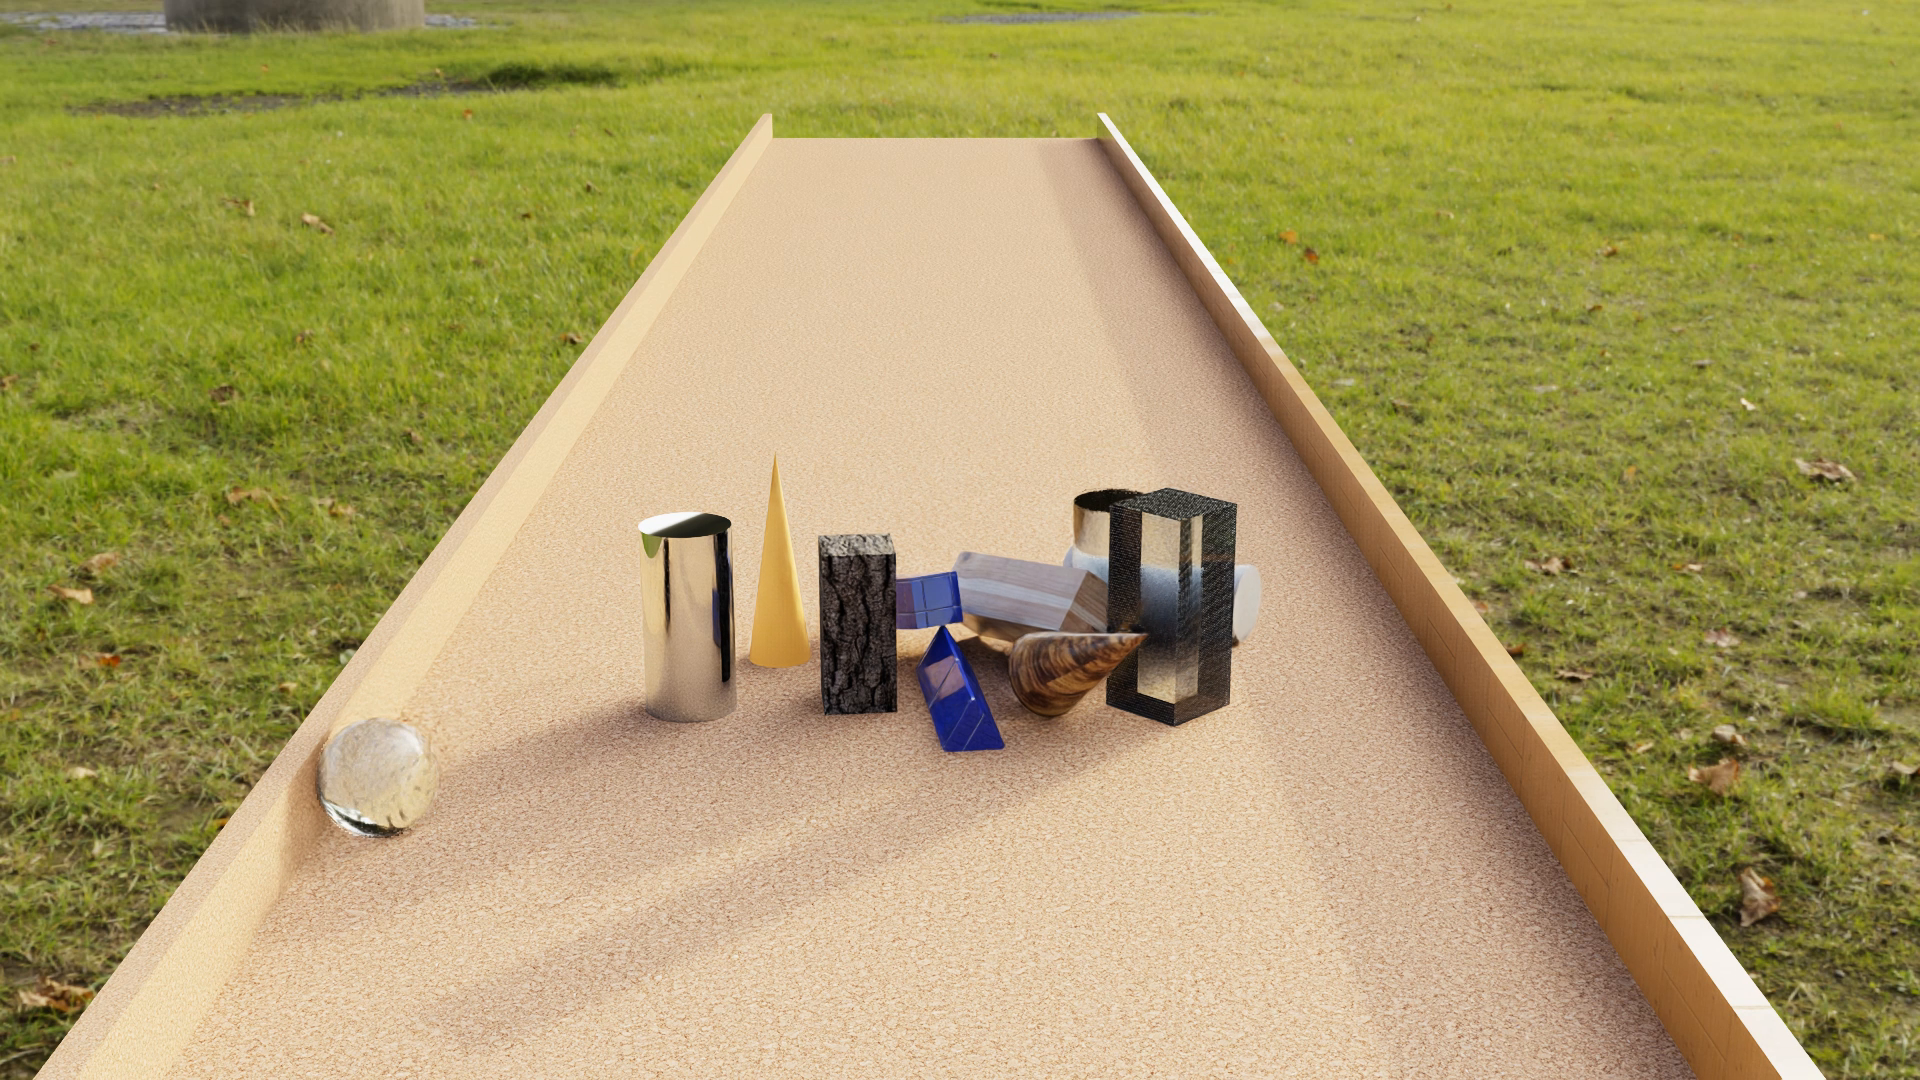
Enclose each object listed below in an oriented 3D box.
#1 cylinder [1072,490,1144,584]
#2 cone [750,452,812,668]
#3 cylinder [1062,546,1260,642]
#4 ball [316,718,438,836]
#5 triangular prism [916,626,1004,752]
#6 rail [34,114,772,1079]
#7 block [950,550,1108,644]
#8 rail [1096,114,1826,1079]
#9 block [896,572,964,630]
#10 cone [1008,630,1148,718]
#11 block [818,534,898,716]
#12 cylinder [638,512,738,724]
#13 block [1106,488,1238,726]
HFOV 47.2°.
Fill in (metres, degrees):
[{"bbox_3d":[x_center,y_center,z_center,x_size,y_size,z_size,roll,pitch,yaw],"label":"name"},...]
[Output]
[{"bbox_3d":[0.312,0.077,4.407,0.173,0.320,0.173,0,17,0],"label":"cylinder"},{"bbox_3d":[-0.362,0.030,4.372,0.125,0.429,0.125,0,17,0],"label":"cone"},{"bbox_3d":[0.416,0.106,4.595,0.390,0.156,0.156,8,19,26],"label":"cylinder"},{"bbox_3d":[-0.950,0.386,3.589,0.193,0.193,0.193,0,17,0],"label":"ball"},{"bbox_3d":[-0.004,0.271,4.139,0.110,0.096,0.423,-3,17,-7],"label":"triangular prism"},{"bbox_3d":[-1.118,-0.838,7.780,0.050,0.150,12.000,0,17,-1],"label":"rail"},{"bbox_3d":[0.140,0.127,4.358,0.130,0.130,0.440,34,-14,-31],"label":"block"},{"bbox_3d":[0.932,-0.844,7.801,0.050,0.150,12.000,0,17,-1],"label":"rail"},{"bbox_3d":[-0.123,0.124,4.454,0.101,0.101,0.360,-8,1,-26],"label":"block"},{"bbox_3d":[0.246,0.208,3.993,0.166,0.166,0.329,-12,-8,-35],"label":"cone"},{"bbox_3d":[-0.193,0.158,4.150,0.137,0.312,0.137,-2,17,-6],"label":"block"},{"bbox_3d":[-0.508,0.144,4.114,0.172,0.358,0.172,0,17,0],"label":"cylinder"},{"bbox_3d":[0.395,0.123,4.120,0.167,0.395,0.167,16,23,42],"label":"block"}]
